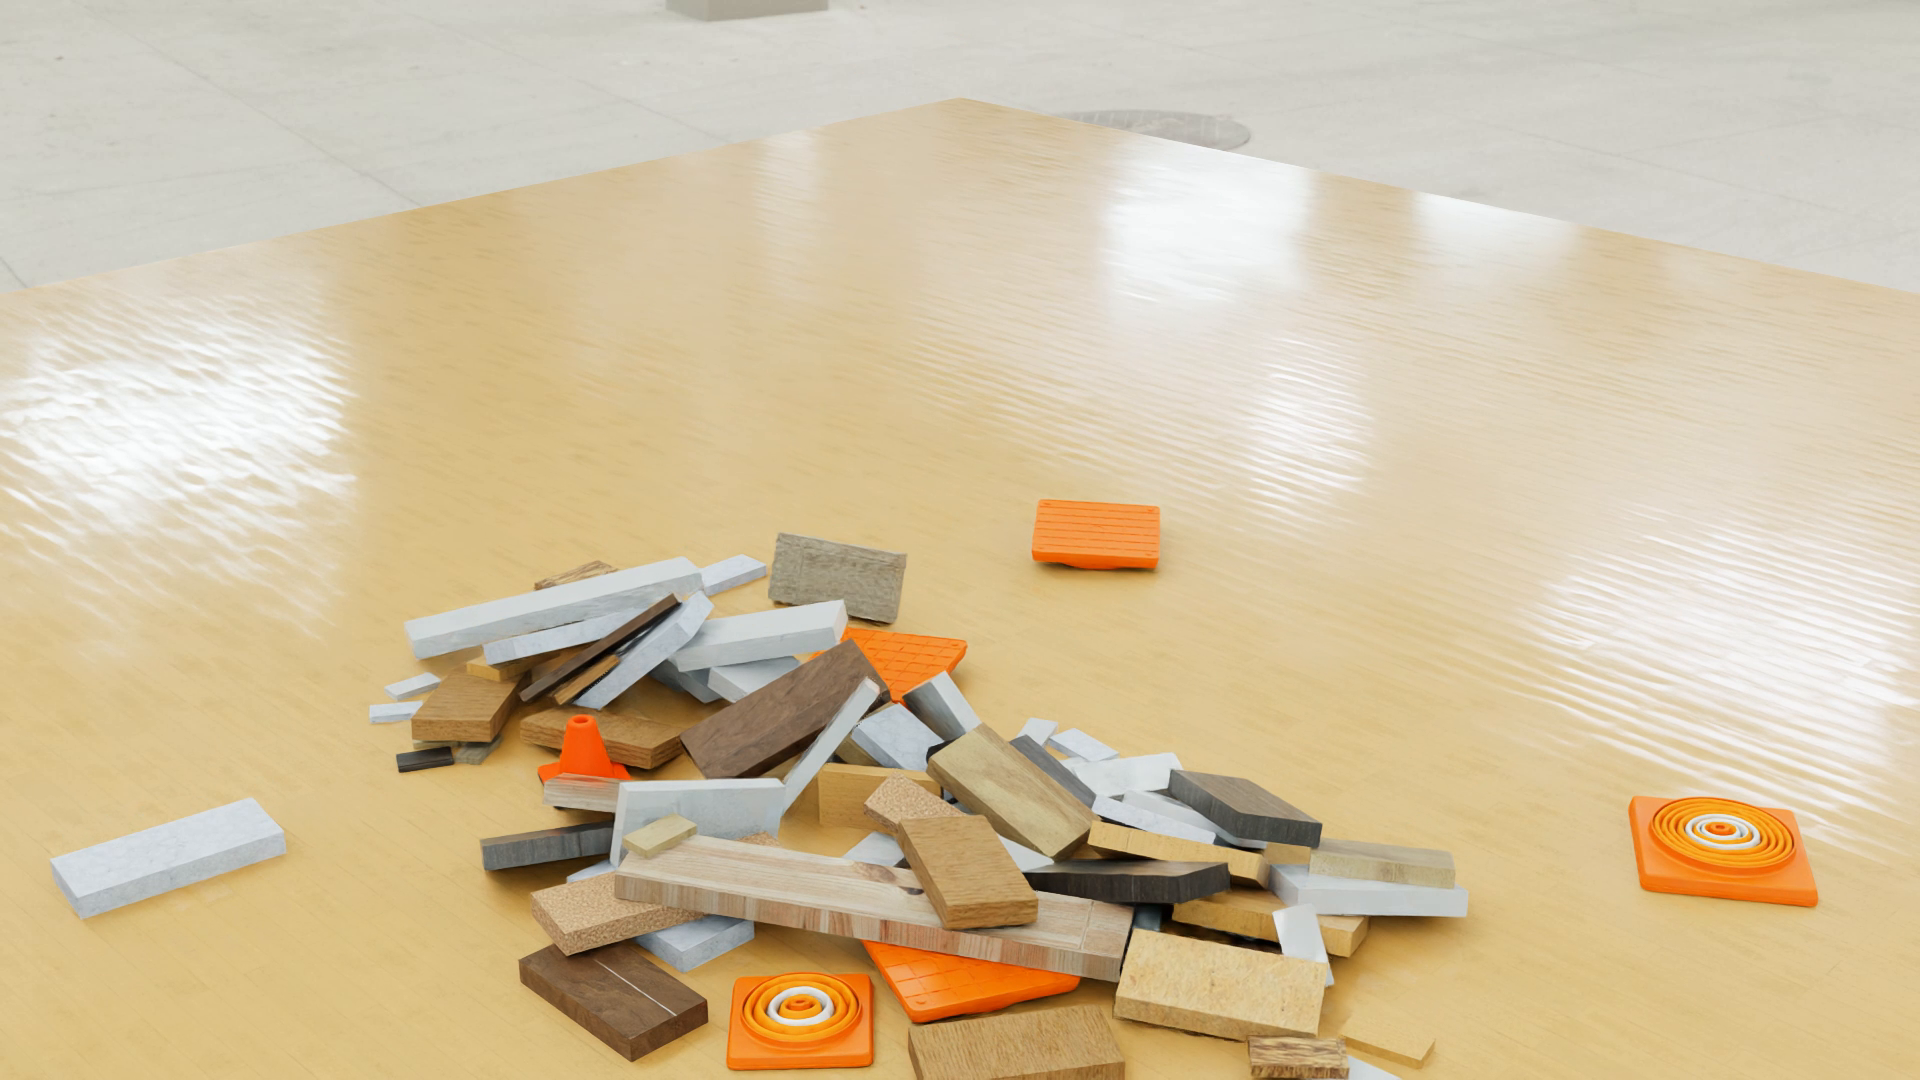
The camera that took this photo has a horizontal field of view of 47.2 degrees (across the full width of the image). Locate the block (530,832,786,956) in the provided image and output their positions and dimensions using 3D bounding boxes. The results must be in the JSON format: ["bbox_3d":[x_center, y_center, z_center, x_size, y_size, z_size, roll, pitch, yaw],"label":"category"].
[{"bbox_3d":[-0.533,0.646,4.051,0.481,0.045,0.160,-11,25,-31],"label":"block"}]

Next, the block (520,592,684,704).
[{"bbox_3d":[-0.789,0.240,4.860,0.406,0.023,0.080,-33,-8,1],"label":"block"}]

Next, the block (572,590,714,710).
[{"bbox_3d":[-0.698,0.254,4.831,0.339,0.048,0.170,-37,12,22],"label":"block"}]

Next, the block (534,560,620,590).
[{"bbox_3d":[-0.950,0.104,5.481,0.098,0.028,0.195,21,30,40],"label":"block"}]

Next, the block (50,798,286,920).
[{"bbox_3d":[-1.530,0.612,4.258,0.396,0.048,0.170,-17,28,-34],"label":"block"}]

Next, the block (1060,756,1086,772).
[{"bbox_3d":[0.202,0.490,4.581,0.144,0.020,0.072,-10,25,-22],"label":"block"}]

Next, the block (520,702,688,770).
[{"bbox_3d":[-0.756,0.415,4.686,0.319,0.045,0.159,10,14,22],"label":"block"}]

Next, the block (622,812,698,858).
[{"bbox_3d":[-0.555,0.546,4.066,0.064,0.018,0.128,21,29,35],"label":"block"}]

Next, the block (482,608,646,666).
[{"bbox_3d":[-0.878,0.215,4.914,0.330,0.047,0.165,-13,0,-35],"label":"block"}]

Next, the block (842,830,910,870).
[{"bbox_3d":[-0.178,0.632,4.234,0.104,0.029,0.208,13,26,28],"label":"block"}]

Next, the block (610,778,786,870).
[{"bbox_3d":[-0.499,0.541,4.196,0.319,0.160,0.045,2,16,-29],"label":"block"}]

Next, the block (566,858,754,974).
[{"bbox_3d":[-0.559,0.683,4.092,0.164,0.047,0.352,-21,31,-40],"label":"block"}]

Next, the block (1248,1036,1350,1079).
[{"bbox_3d":[0.561,0.859,3.649,0.159,0.023,0.080,1,23,3],"label":"block"}]

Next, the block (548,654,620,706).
[{"bbox_3d":[-0.822,0.305,4.805,0.160,0.023,0.080,-36,8,-20],"label":"block"}]

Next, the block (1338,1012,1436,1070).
[{"bbox_3d":[0.723,0.850,3.731,0.147,0.021,0.073,13,26,28],"label":"block"}]

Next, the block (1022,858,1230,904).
[{"bbox_3d":[0.302,0.625,4.037,0.343,0.049,0.171,-5,-2,37],"label":"block"}]

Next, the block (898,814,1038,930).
[{"bbox_3d":[0.010,0.599,3.993,0.167,0.047,0.333,-1,20,-17],"label":"block"}]

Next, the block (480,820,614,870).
[{"bbox_3d":[-0.755,0.583,4.241,0.328,0.047,0.164,-7,-1,-15],"label":"block"}]

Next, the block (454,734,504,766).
[{"bbox_3d":[-1.027,0.444,4.693,0.057,0.016,0.113,6,24,14],"label":"block"}]

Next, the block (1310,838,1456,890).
[{"bbox_3d":[0.788,0.603,4.115,0.264,0.037,0.132,5,7,9],"label":"block"}]

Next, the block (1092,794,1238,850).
[{"bbox_3d":[0.399,0.566,4.280,0.264,0.037,0.132,15,-13,32],"label":"block"}]

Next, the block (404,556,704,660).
[{"bbox_3d":[-0.951,0.156,5.169,0.681,0.047,0.165,-14,17,-18],"label":"block"}]

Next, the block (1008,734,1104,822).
[{"bbox_3d":[0.178,0.494,4.421,0.248,0.035,0.124,39,33,25],"label":"block"}]

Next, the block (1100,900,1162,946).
[{"bbox_3d":[0.257,0.707,4.054,0.222,0.031,0.111,3,23,8],"label":"block"}]

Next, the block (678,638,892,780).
[{"bbox_3d":[-0.362,0.369,4.570,0.417,0.045,0.159,-29,54,-14],"label":"block"}]

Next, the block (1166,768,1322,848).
[{"bbox_3d":[0.548,0.519,4.282,0.167,0.047,0.408,9,4,-13],"label":"block"}]

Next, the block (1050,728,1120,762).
[{"bbox_3d":[0.264,0.446,4.684,0.072,0.020,0.144,-17,28,-35],"label":"block"}]

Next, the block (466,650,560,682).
[{"bbox_3d":[-1.007,0.269,4.964,0.098,0.028,0.195,10,20,31],"label":"block"}]

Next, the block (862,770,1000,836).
[{"bbox_3d":[-0.028,0.564,4.232,0.318,0.029,0.104,30,49,18],"label":"block"}]

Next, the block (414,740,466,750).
[{"bbox_3d":[-1.116,0.428,4.733,0.113,0.016,0.057,-3,23,-8],"label":"block"}]

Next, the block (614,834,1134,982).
[{"bbox_3d":[-0.155,0.653,3.966,0.921,0.049,0.171,8,24,9],"label":"block"}]

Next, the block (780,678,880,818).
[{"bbox_3d":[-0.275,0.415,4.406,0.035,0.317,0.124,39,2,-3],"label":"block"}]

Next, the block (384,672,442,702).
[{"bbox_3d":[-1.233,0.331,4.960,0.113,0.016,0.057,-19,29,-37],"label":"block"}]
